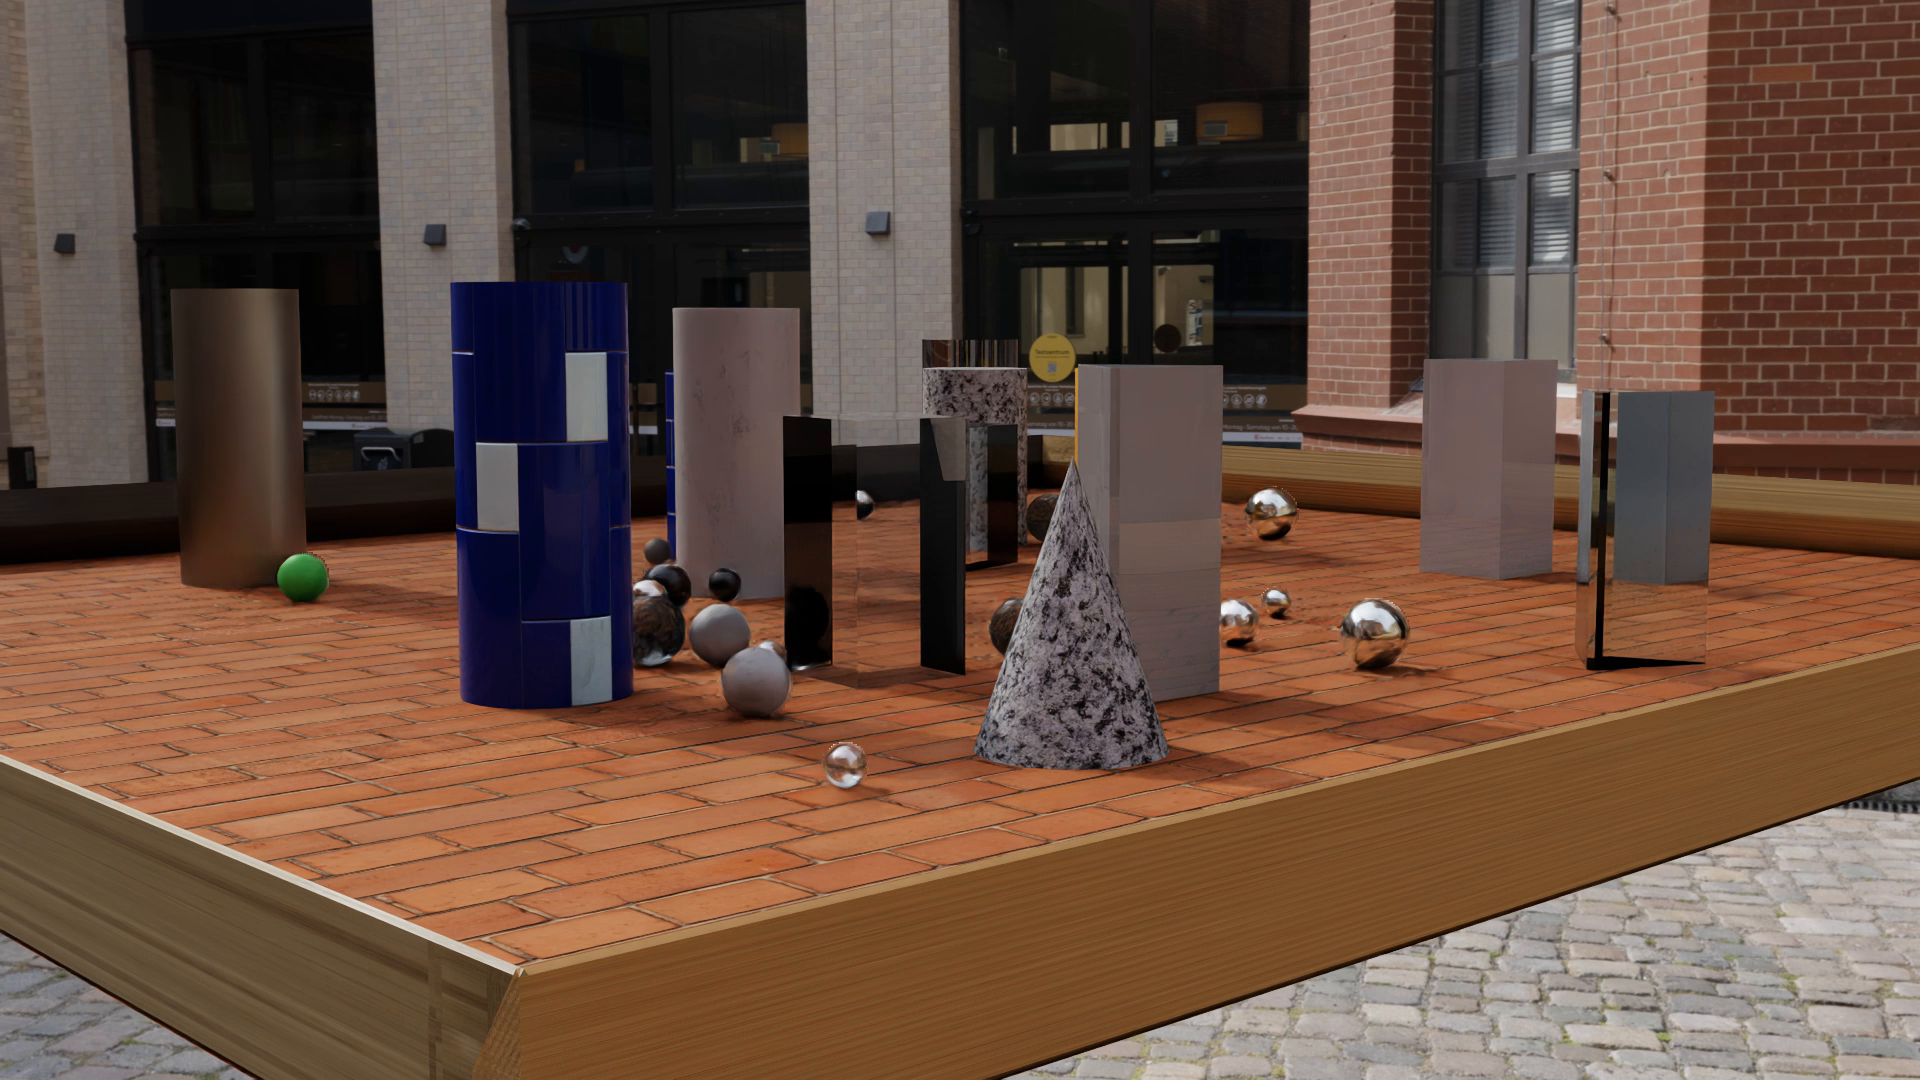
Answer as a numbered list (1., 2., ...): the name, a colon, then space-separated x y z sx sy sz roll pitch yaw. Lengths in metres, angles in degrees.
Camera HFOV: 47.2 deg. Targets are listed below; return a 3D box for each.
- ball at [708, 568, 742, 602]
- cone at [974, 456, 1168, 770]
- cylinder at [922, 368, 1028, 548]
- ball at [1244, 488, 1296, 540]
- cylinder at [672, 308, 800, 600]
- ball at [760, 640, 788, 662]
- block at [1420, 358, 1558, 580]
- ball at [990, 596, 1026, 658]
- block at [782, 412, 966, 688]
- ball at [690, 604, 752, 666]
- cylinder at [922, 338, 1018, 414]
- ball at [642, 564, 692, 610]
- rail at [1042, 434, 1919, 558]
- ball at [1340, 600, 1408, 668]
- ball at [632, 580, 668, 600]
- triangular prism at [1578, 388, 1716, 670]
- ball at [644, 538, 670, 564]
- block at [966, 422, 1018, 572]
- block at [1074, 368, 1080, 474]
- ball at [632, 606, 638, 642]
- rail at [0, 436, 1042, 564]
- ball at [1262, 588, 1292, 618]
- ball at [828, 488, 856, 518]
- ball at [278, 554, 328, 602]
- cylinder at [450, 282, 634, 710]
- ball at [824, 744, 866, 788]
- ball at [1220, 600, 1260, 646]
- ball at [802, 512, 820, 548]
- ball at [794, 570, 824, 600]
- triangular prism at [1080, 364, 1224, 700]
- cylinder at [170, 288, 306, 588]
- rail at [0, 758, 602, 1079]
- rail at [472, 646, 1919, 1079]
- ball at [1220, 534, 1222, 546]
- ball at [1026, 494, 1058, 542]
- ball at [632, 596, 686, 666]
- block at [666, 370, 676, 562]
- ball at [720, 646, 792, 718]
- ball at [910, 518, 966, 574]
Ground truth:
1. ball: -0.361 0.069 3.376 0.052 0.052 0.052 0 6 0
2. cone: 0.113 0.064 2.224 0.199 0.301 0.199 0 6 0
3. cylinder: 0.029 -0.159 4.195 0.199 0.336 0.199 0 6 0
4. ball: 0.607 -0.050 4.293 0.100 0.100 0.100 0 6 0
5. cylinder: -0.352 -0.142 3.482 0.199 0.449 0.199 0 6 0
6. ball: -0.233 0.144 2.709 0.041 0.041 0.041 0 6 0
7. block: 0.901 -0.126 3.751 0.159 0.363 0.159 -6 8 -43
8. ball: 0.079 0.114 2.793 0.084 0.084 0.084 0 6 0
9. block: -0.105 0.007 2.693 0.159 0.317 0.159 -4 7 -37
10. ball: -0.302 0.119 2.770 0.078 0.078 0.078 0 6 0
11. cylinder: 0.021 -0.225 4.590 0.199 0.386 0.199 0 6 0
12. ball: -0.433 0.072 3.241 0.075 0.075 0.075 0 6 0
13. rail: 1.237 -0.084 4.467 0.045 0.129 3.077 -5 8 -42
14. ball: 0.517 0.118 2.746 0.085 0.085 0.085 0 6 0
15. ball: -0.449 0.087 3.164 0.061 0.061 0.061 0 6 0
16. triangular prism: 0.840 -0.020 2.815 0.173 0.345 0.150 -2 6 -19
17. ball: -0.534 0.020 3.872 0.046 0.046 0.046 0 6 0
18. block: -0.008 -0.080 3.872 0.159 0.246 0.159 4 7 32
19. block: 0.326 -0.157 4.174 0.159 0.336 0.159 -3 7 -26
20. ball: -0.459 0.108 2.830 0.088 0.088 0.088 0 6 0
21. rail: -1.027 -0.082 4.439 3.412 0.129 0.045 -5 8 -42
22. ball: 0.462 0.092 3.208 0.041 0.041 0.041 0 6 0
23. ball: -0.256 -0.081 4.763 0.063 0.063 0.063 0 6 0
24. ball: -1.009 0.058 3.373 0.074 0.074 0.074 0 6 0
25. cylinder: -0.481 -0.057 2.542 0.199 0.476 0.199 0 6 0
26. ball: -0.107 0.212 2.060 0.040 0.040 0.040 0 6 0
27. ball: 0.368 0.110 2.931 0.062 0.062 0.062 0 6 0
28. ball: -0.299 -0.018 4.141 0.068 0.068 0.068 0 6 0
29. ball: -0.232 0.069 3.401 0.047 0.047 0.047 0 6 0
30. triangular prism: 0.191 -0.013 2.572 0.173 0.382 0.150 -5 8 -40
31. cylinder: -1.184 -0.171 3.617 0.199 0.480 0.199 0 6 0
32. rail: -1.237 0.152 2.197 0.045 0.129 3.077 -5 8 -42
33. rail: 1.027 0.149 2.224 3.412 0.129 0.045 -5 8 -42
34. ball: 0.443 -0.003 3.992 0.068 0.068 0.068 0 6 0
35. ball: 0.173 -0.042 4.232 0.095 0.095 0.095 0 6 0
36. ball: -0.390 0.114 2.770 0.089 0.089 0.089 0 6 0
37. block: -0.412 -0.131 3.905 0.159 0.342 0.159 -4 7 -36
38. ball: -0.224 0.156 2.420 0.077 0.077 0.077 0 6 0
39. ball: -0.038 0.009 3.748 0.094 0.094 0.094 0 6 0
